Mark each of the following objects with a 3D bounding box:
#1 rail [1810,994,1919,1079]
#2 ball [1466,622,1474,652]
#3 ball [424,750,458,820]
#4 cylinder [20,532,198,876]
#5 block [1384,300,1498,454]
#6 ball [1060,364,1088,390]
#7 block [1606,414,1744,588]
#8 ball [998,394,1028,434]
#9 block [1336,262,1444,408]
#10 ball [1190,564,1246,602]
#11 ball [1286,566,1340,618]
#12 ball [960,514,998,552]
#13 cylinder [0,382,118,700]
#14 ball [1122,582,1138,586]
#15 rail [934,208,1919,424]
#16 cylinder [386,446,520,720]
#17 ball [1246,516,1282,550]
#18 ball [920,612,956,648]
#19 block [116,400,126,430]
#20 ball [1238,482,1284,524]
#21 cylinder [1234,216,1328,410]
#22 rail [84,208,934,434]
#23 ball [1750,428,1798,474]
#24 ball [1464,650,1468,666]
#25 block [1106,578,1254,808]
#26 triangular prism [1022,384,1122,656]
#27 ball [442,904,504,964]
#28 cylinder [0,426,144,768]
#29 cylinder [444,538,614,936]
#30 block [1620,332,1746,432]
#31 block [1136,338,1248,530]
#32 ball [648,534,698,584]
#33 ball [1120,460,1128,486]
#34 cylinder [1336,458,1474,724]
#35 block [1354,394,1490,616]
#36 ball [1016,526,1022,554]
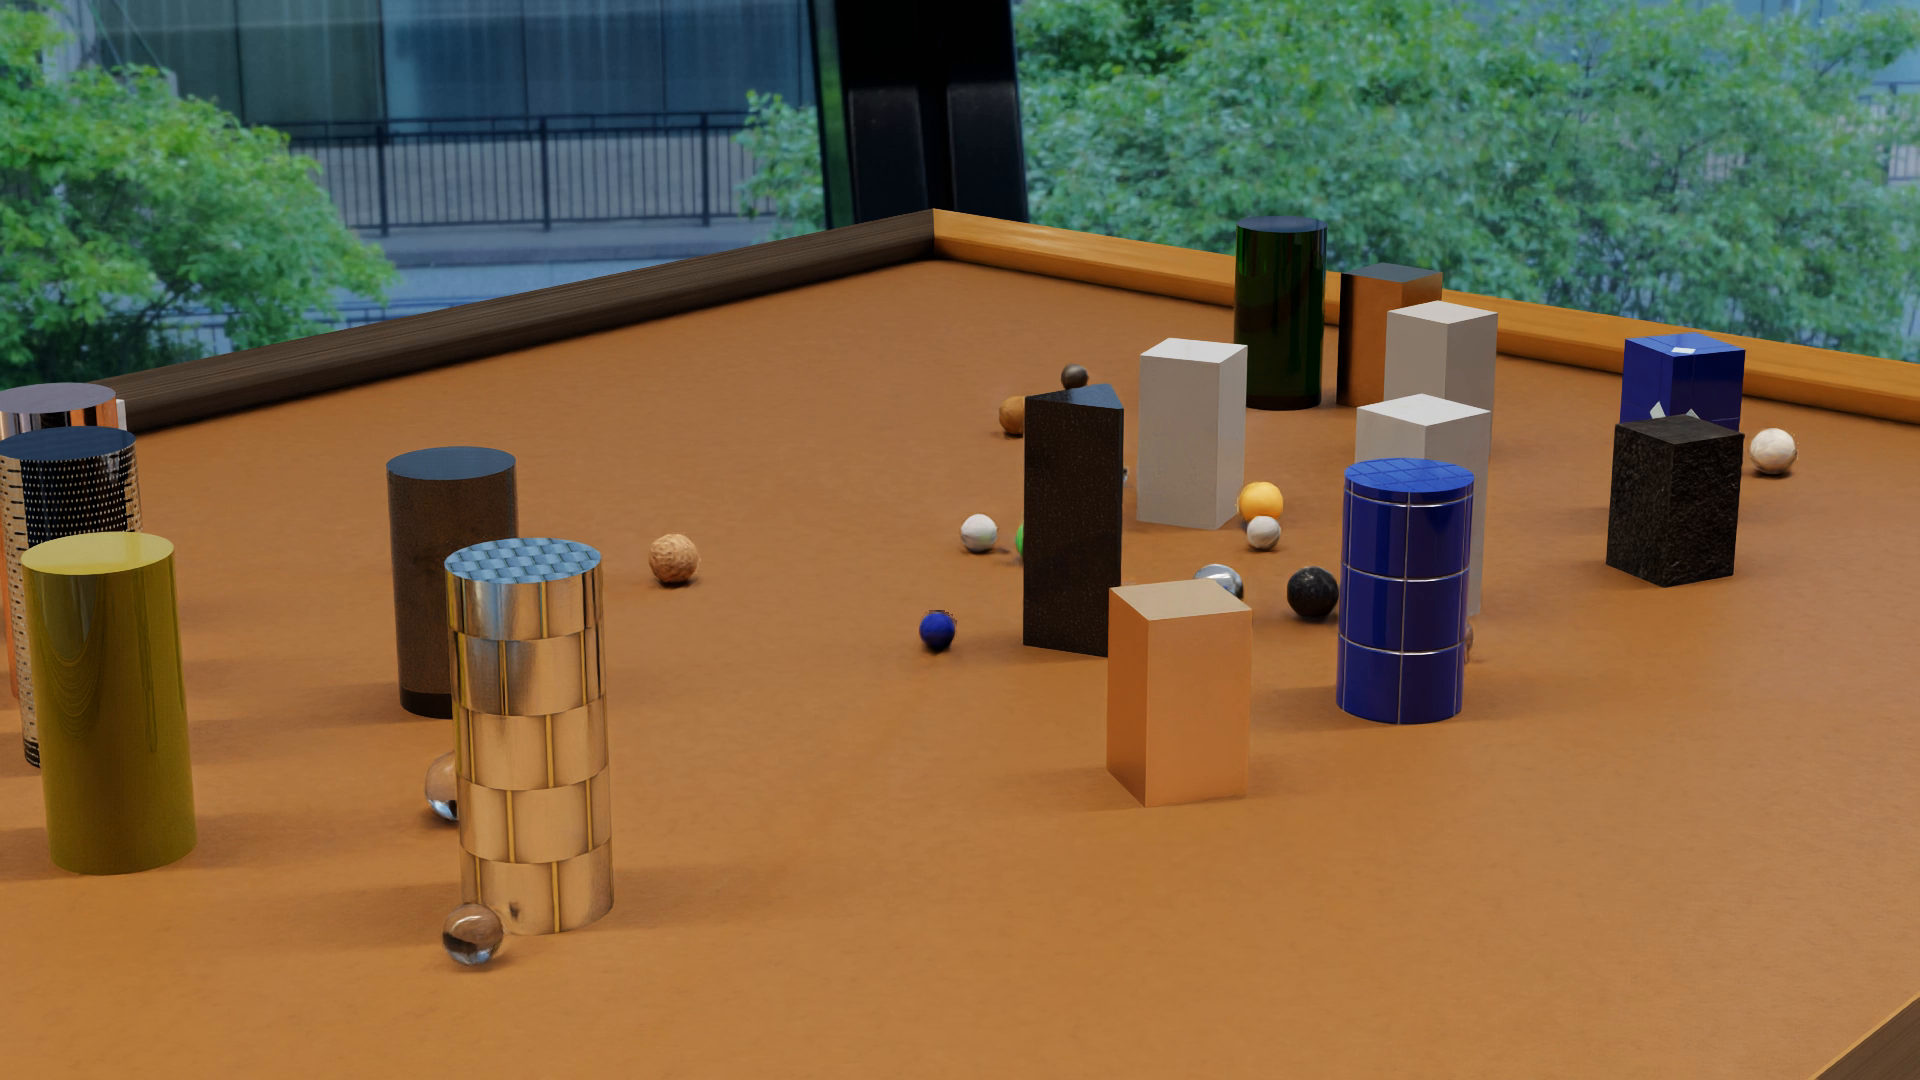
[{"bbox_3d":[1.528,0.415,3.850,0.045,0.129,4.490,14,22,39],"label":"rail"},{"bbox_3d":[0.807,0.159,4.803,0.071,0.071,0.071,0,17,0],"label":"ball"},{"bbox_3d":[-0.706,0.346,4.133,0.099,0.099,0.099,0,17,0],"label":"ball"},{"bbox_3d":[-1.154,0.220,3.986,0.198,0.425,0.198,0,17,0],"label":"cylinder"},{"bbox_3d":[0.981,-0.321,6.004,0.158,0.297,0.158,-14,22,-39],"label":"block"},{"bbox_3d":[0.255,-0.361,6.543,0.062,0.062,0.062,0,17,0],"label":"ball"},{"bbox_3d":[1.276,-0.072,5.237,0.158,0.262,0.158,-9,19,-26],"label":"block"},{"bbox_3d":[0.123,-0.264,6.183,0.084,0.084,0.084,0,17,0],"label":"ball"},{"bbox_3d":[0.938,-0.441,6.408,0.158,0.293,0.158,15,22,40],"label":"block"},{"bbox_3d":[0.435,0.090,4.983,0.099,0.099,0.099,0,17,0],"label":"ball"},{"bbox_3d":[0.602,0.089,5.000,0.091,0.091,0.091,0,17,0],"label":"ball"},{"bbox_3d":[0.035,-0.013,5.377,0.068,0.068,0.068,0,17,0],"label":"ball"},{"bbox_3d":[-1.411,0.006,4.614,0.198,0.473,0.198,0,17,0],"label":"cylinder"},{"bbox_3d":[0.292,0.097,5.046,0.049,0.049,0.049,0,17,0],"label":"ball"},{"bbox_3d":[1.456,-0.452,6.726,4.094,0.129,0.045,14,22,39],"label":"rail"},{"bbox_3d":[-0.784,0.065,4.573,0.198,0.384,0.198,0,17,0],"label":"cylinder"},{"bbox_3d":[0.558,-0.014,5.390,0.063,0.063,0.063,0,17,0],"label":"ball"},{"bbox_3d":[-0.037,0.149,4.852,0.061,0.061,0.061,0,17,0],"label":"ball"},{"bbox_3d":[-1.506,-0.042,4.943,0.158,0.374,0.158,5,17,16],"label":"block"},{"bbox_3d":[0.567,-0.068,5.529,0.086,0.086,0.086,0,17,0],"label":"ball"},{"bbox_3d":[0.699,-0.498,6.424,0.198,0.393,0.198,0,17,0],"label":"cylinder"},{"bbox_3d":[-1.528,-0.350,6.390,0.045,0.129,4.490,14,22,39],"label":"rail"},{"bbox_3d":[1.632,-0.178,5.884,0.092,0.092,0.092,0,17,0],"label":"ball"},{"bbox_3d":[0.771,0.184,4.700,0.083,0.083,0.083,0,17,0],"label":"ball"},{"bbox_3d":[0.315,0.219,4.239,0.158,0.281,0.158,-5,18,-17],"label":"block"},{"bbox_3d":[0.212,-0.038,4.847,0.171,0.422,0.148,8,18,24],"label":"triangular prism"},{"bbox_3d":[-0.612,0.494,3.680,0.076,0.076,0.076,0,17,0],"label":"ball"},{"bbox_3d":[-1.304,0.086,4.343,0.198,0.476,0.198,0,17,0],"label":"cylinder"},{"bbox_3d":[-0.555,0.253,3.793,0.198,0.474,0.198,0,17,0],"label":"cylinder"},{"bbox_3d":[1.363,-0.207,5.560,0.158,0.336,0.158,-6,18,-20],"label":"block"},{"bbox_3d":[0.441,-0.203,5.566,0.158,0.323,0.158,7,18,23],"label":"block"},{"bbox_3d":[-0.508,0.032,5.193,0.088,0.088,0.088,0,17,0],"label":"ball"},{"bbox_3d":[0.304,-0.134,5.794,0.060,0.060,0.060,0,17,0],"label":"ball"},{"bbox_3d":[0.689,0.078,4.550,0.198,0.372,0.198,0,17,0],"label":"cylinder"},{"bbox_3d":[0.783,-0.049,4.998,0.158,0.357,0.158,-13,21,-36],"label":"block"},{"bbox_3d":[0.142,0.000,5.309,0.083,0.083,0.083,0,17,0],"label":"ball"}]
